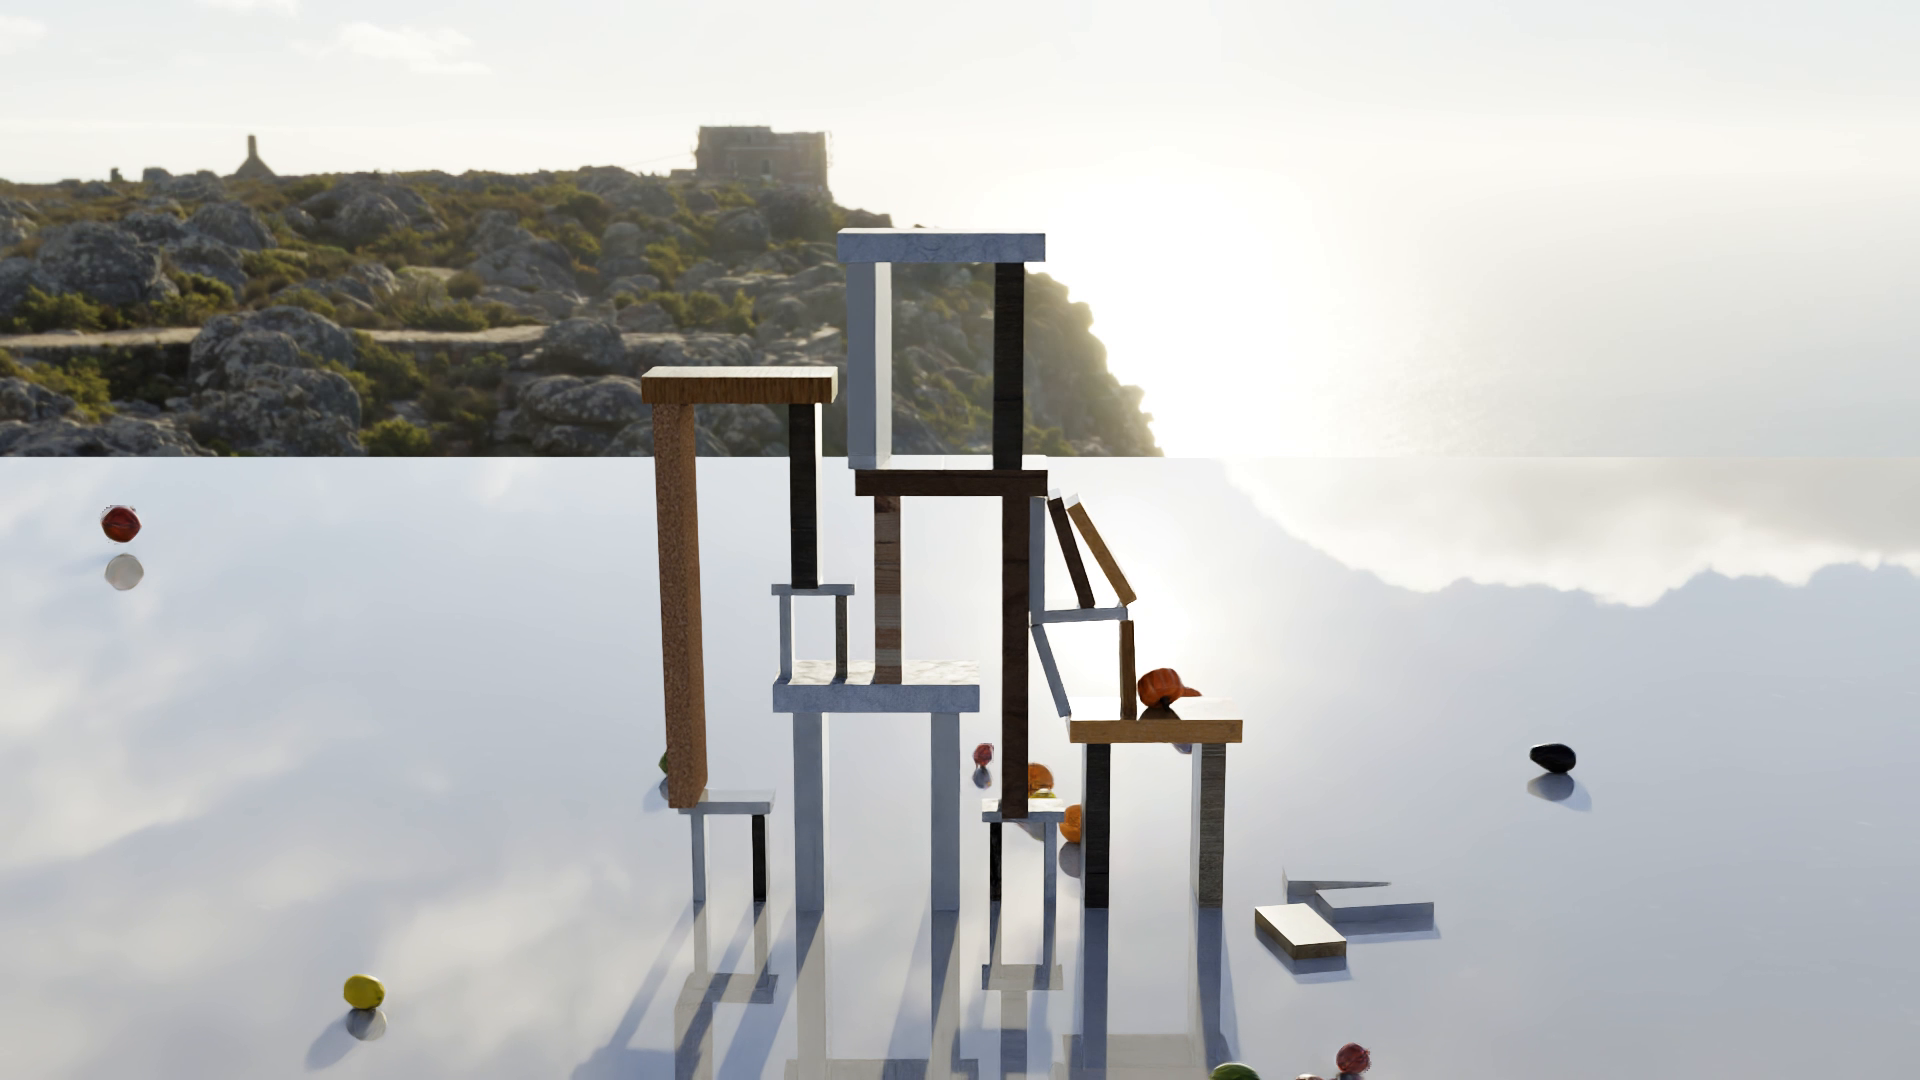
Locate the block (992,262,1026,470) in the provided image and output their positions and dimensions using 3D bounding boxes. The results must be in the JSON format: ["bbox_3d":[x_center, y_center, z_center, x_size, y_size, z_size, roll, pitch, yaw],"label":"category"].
[{"bbox_3d":[0.076,-0.284,3.506,0.046,0.323,0.162,0,11,0],"label":"block"}]

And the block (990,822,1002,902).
[{"bbox_3d":[0.059,0.524,3.654,0.019,0.136,0.068,0,11,0],"label":"block"}]

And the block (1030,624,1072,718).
[{"bbox_3d":[0.147,0.205,3.594,0.022,0.158,0.079,-18,10,2],"label":"block"}]

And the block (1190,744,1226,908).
[{"bbox_3d":[0.410,0.453,3.644,0.040,0.279,0.140,0,11,0],"label":"block"}]

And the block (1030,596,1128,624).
[{"bbox_3d":[0.192,0.114,3.576,0.158,0.022,0.079,-3,11,1],"label":"block"}]

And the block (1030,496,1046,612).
[{"bbox_3d":[0.124,0.014,3.558,0.026,0.185,0.093,0,11,0],"label":"block"}]

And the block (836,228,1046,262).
[{"bbox_3d":[-0.028,-0.466,3.473,0.323,0.046,0.162,0,11,0],"label":"block"}]

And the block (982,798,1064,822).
[{"bbox_3d":[0.104,0.448,3.638,0.136,0.019,0.068,0,11,0],"label":"block"}]

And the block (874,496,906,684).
[{"bbox_3d":[-0.114,0.067,3.573,0.043,0.305,0.153,0,11,1],"label":"block"}]

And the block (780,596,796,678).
[{"bbox_3d":[-0.282,0.151,3.586,0.019,0.135,0.067,0,10,0],"label":"block"}]

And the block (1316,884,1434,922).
[{"bbox_3d":[0.676,0.593,3.588,0.171,0.024,0.085,-2,11,-10],"label":"block"}]

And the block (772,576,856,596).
[{"bbox_3d":[-0.237,0.074,3.578,0.135,0.019,0.068,0,10,0],"label":"block"}]

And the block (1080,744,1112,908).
[{"bbox_3d":[0.224,0.453,3.644,0.040,0.279,0.140,0,11,0],"label":"block"}]

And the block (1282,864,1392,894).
[{"bbox_3d":[0.633,0.572,3.701,0.171,0.024,0.085,0,11,2],"label":"block"}]

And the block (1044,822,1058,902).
[{"bbox_3d":[0.150,0.524,3.654,0.019,0.136,0.068,0,11,0],"label":"block"}]

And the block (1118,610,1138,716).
[{"bbox_3d":[0.273,0.199,3.594,0.022,0.158,0.079,-3,11,0],"label":"block"}]

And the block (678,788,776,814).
[{"bbox_3d":[-0.384,0.431,3.632,0.151,0.021,0.076,0,10,2],"label":"block"}]

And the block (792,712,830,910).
[{"bbox_3d":[-0.245,0.426,3.644,0.047,0.332,0.166,0,11,0],"label":"block"}]

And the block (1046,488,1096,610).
[{"bbox_3d":[0.178,0.013,3.554,0.026,0.185,0.093,-18,10,3],"label":"block"}]

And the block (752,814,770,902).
[{"bbox_3d":[-0.331,0.516,3.655,0.021,0.151,0.076,0,11,0],"label":"block"}]

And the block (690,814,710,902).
[{"bbox_3d":[-0.431,0.516,3.654,0.021,0.151,0.076,-1,10,-1],"label":"block"}]

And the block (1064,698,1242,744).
[{"bbox_3d":[0.316,0.296,3.615,0.279,0.040,0.139,0,11,-1],"label":"block"}]

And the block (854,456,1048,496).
[{"bbox_3d":[-0.013,-0.104,3.540,0.305,0.043,0.153,0,11,0],"label":"block"}]

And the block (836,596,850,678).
[{"bbox_3d":[-0.192,0.151,3.587,0.019,0.135,0.067,0,10,0],"label":"block"}]

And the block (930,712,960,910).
[{"bbox_3d":[-0.024,0.426,3.644,0.047,0.332,0.166,0,11,0],"label":"block"}]

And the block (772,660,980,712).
[{"bbox_3d":[-0.134,0.239,3.609,0.332,0.047,0.166,0,11,0],"label":"block"}]

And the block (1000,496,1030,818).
[{"bbox_3d":[0.089,0.178,3.591,0.043,0.529,0.153,0,11,0],"label":"block"}]

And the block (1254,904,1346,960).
[{"bbox_3d":[0.535,0.616,3.464,0.086,0.024,0.171,-2,11,-13],"label":"block"}]

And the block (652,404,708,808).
[{"bbox_3d":[-0.454,0.097,3.575,0.042,0.659,0.149,-1,10,2],"label":"block"}]

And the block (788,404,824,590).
[{"bbox_3d":[-0.248,-0.082,3.550,0.042,0.298,0.149,0,10,0],"label":"block"}]

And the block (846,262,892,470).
[{"bbox_3d":[-0.144,-0.284,3.507,0.046,0.323,0.162,1,11,6],"label":"block"}]

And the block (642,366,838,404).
[{"bbox_3d":[-0.349,-0.248,3.511,0.298,0.042,0.149,0,10,0],"label":"block"}]

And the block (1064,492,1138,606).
[{"bbox_3d":[0.228,0.015,3.557,0.026,0.185,0.093,-30,9,6],"label":"block"}]
